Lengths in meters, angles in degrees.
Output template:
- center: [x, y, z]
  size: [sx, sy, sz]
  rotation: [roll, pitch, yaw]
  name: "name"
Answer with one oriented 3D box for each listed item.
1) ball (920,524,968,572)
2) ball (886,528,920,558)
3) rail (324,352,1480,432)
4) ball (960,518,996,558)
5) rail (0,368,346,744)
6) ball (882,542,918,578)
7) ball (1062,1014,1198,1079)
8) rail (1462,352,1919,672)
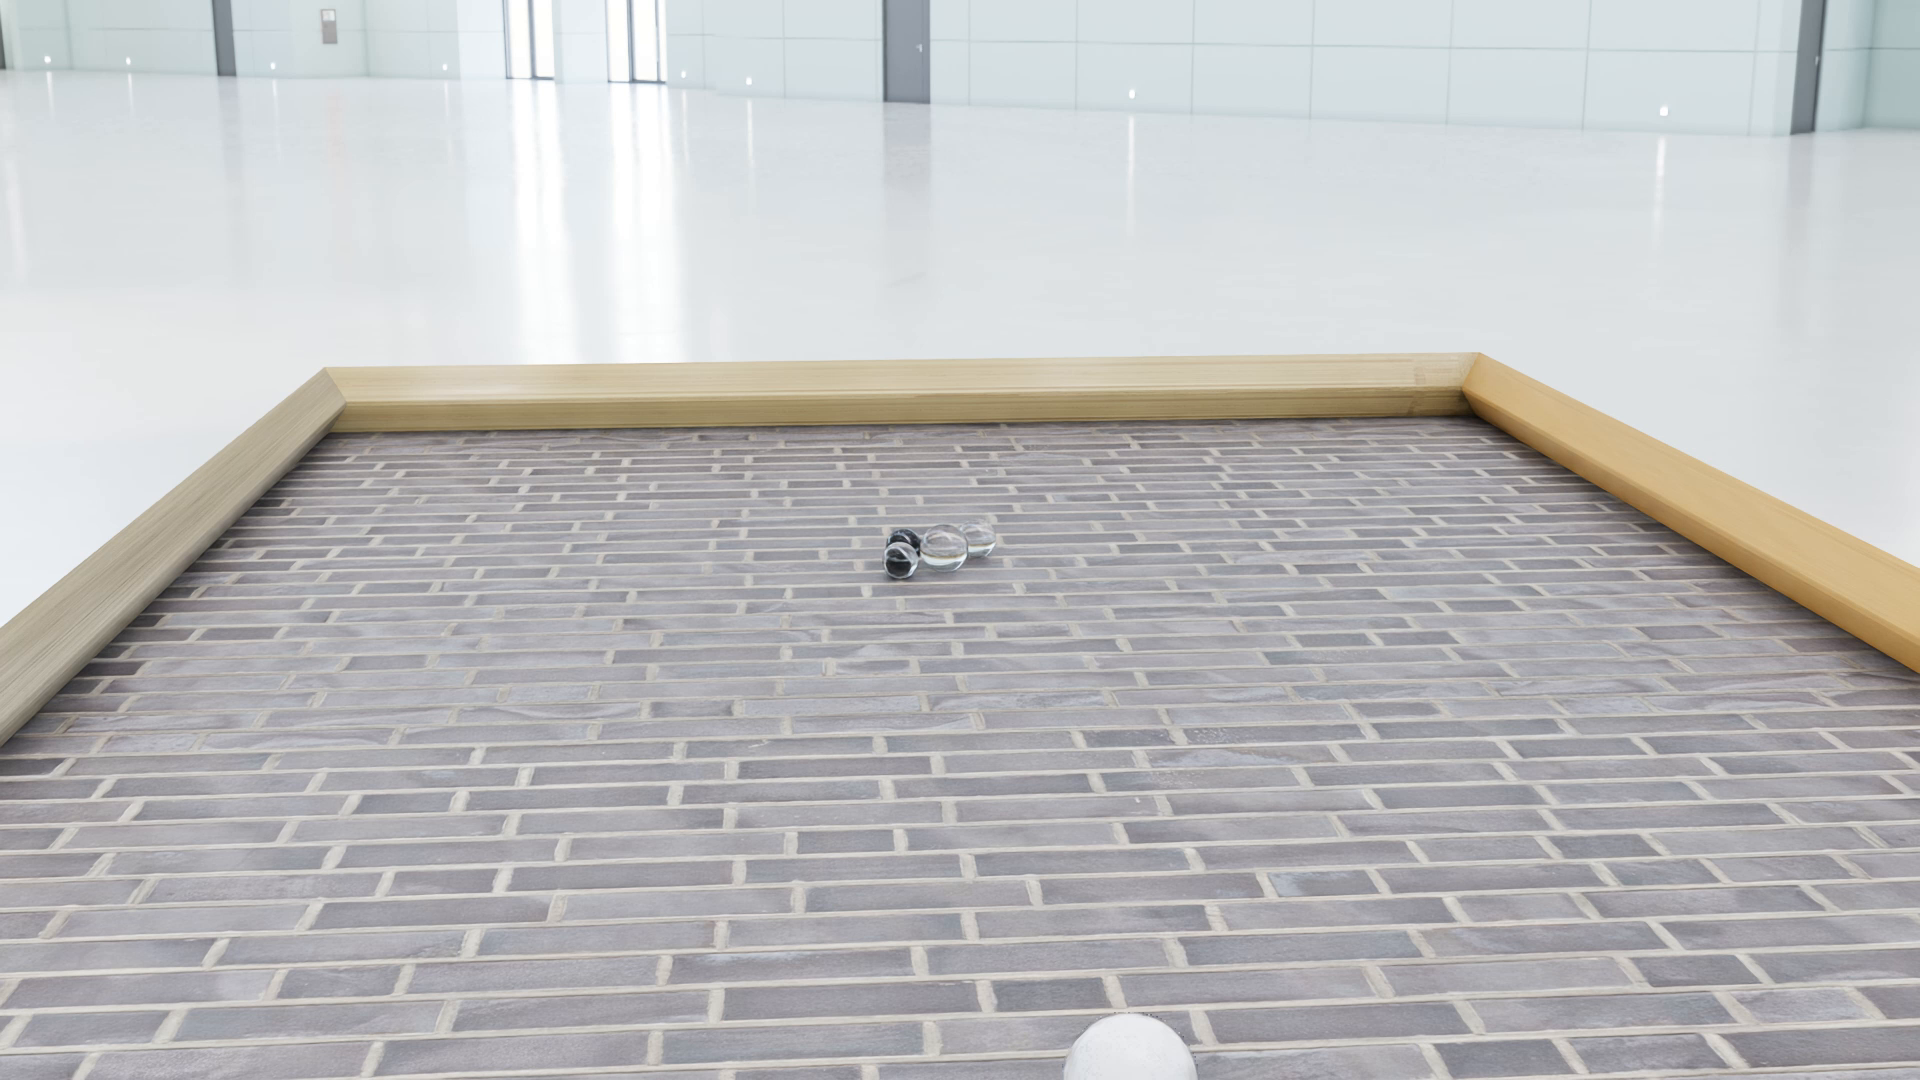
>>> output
- center: [-0.021, 0.011, 2.944]
  size: [0.065, 0.065, 0.065]
  rotation: [0, 14, 0]
  name: "ball"
- center: [-0.076, 0.009, 2.981]
  size: [0.050, 0.050, 0.050]
  rotation: [0, 14, 0]
  name: "ball"
- center: [-0.081, -0.264, 3.963]
  size: [2.093, 0.116, 0.045]
  rotation: [-1, 14, -5]
  name: "rail"
- center: [0.023, -0.002, 3.022]
  size: [0.054, 0.054, 0.054]
  rotation: [0, 14, 0]
  name: "ball"
- center: [-0.936, 0.228, 1.939]
  size: [0.045, 0.116, 4.060]
  rotation: [-1, 14, -5]
  name: "rail"
- center: [-0.079, 0.027, 2.913]
  size: [0.049, 0.049, 0.049]
  rotation: [0, 14, 0]
  name: "ball"
- center: [0.113, 0.360, 1.459]
  size: [0.089, 0.089, 0.089]
  rotation: [0, 14, 0]
  name: "ball"
- center: [1.103, 0.189, 2.102]
  size: [0.045, 0.116, 4.060]
  rotation: [-1, 14, -5]
  name: "rail"
